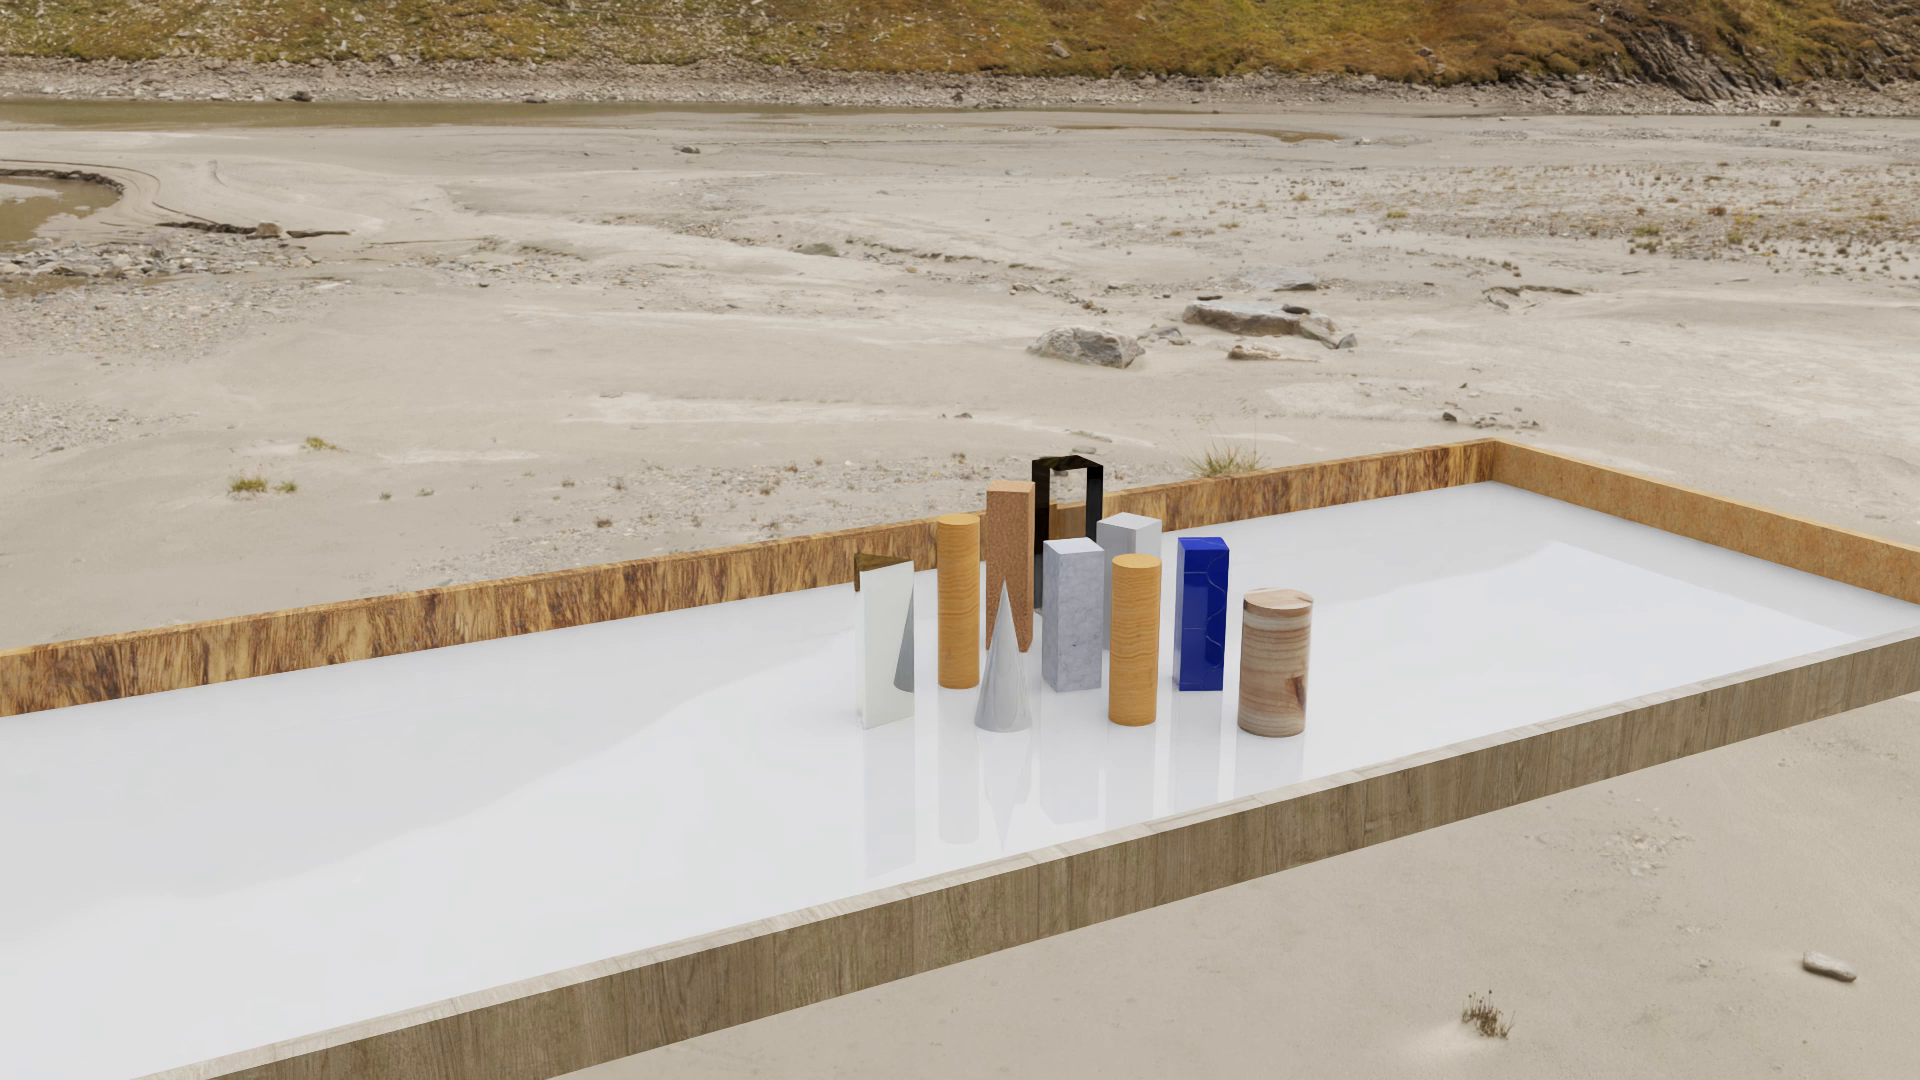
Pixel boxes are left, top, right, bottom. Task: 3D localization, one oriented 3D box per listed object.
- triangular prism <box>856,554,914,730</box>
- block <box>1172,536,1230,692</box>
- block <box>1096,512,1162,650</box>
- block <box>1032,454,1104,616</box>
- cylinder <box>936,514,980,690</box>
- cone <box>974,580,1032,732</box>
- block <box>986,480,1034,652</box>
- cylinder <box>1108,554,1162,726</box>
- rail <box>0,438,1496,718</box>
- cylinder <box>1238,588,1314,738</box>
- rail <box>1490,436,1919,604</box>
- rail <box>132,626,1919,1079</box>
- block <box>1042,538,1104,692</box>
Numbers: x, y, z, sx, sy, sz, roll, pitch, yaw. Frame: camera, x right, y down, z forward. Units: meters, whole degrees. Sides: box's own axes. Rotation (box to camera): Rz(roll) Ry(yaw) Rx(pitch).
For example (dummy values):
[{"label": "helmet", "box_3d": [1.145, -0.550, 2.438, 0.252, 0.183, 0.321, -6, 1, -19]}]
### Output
[{"label": "triangular prism", "box_3d": [-0.206, 0.230, 3.885, 0.149, 0.386, 0.129, -13, 21, -37]}, {"label": "block", "box_3d": [0.595, 0.183, 4.083, 0.108, 0.365, 0.108, -1, 16, -2]}, {"label": "block", "box_3d": [0.442, 0.115, 4.352, 0.122, 0.345, 0.122, 13, 21, 37]}, {"label": "block", "box_3d": [0.295, -0.003, 4.591, 0.144, 0.436, 0.144, -8, 18, -25]}, {"label": "cylinder", "box_3d": [-0.003, 0.152, 4.083, 0.106, 0.424, 0.106, 0, 16, 0]}, {"label": "cone", "box_3d": [0.103, 0.258, 3.849, 0.141, 0.355, 0.141, 0, 16, 0]}, {"label": "block", "box_3d": [0.132, 0.069, 4.344, 0.110, 0.436, 0.110, 3, 17, 10]}, {"label": "cylinder", "box_3d": [0.409, 0.235, 3.866, 0.114, 0.389, 0.114, 0, 16, 0]}, {"label": "rail", "box_3d": [-3.305, 0.497, 3.399, 12.000, 0.150, 0.050, -9, 18, -27]}, {"label": "cylinder", "box_3d": [0.732, 0.284, 3.834, 0.158, 0.313, 0.158, 0, 16, 0]}, {"label": "rail", "box_3d": [2.466, -0.048, 5.253, 0.050, 0.150, 2.100, -9, 18, -27]}, {"label": "rail", "box_3d": [-2.336, 1.006, 1.665, 12.000, 0.150, 0.050, -9, 18, -27]}, {"label": "block", "box_3d": [0.279, 0.185, 4.089, 0.117, 0.358, 0.117, -5, 17, -16]}]
